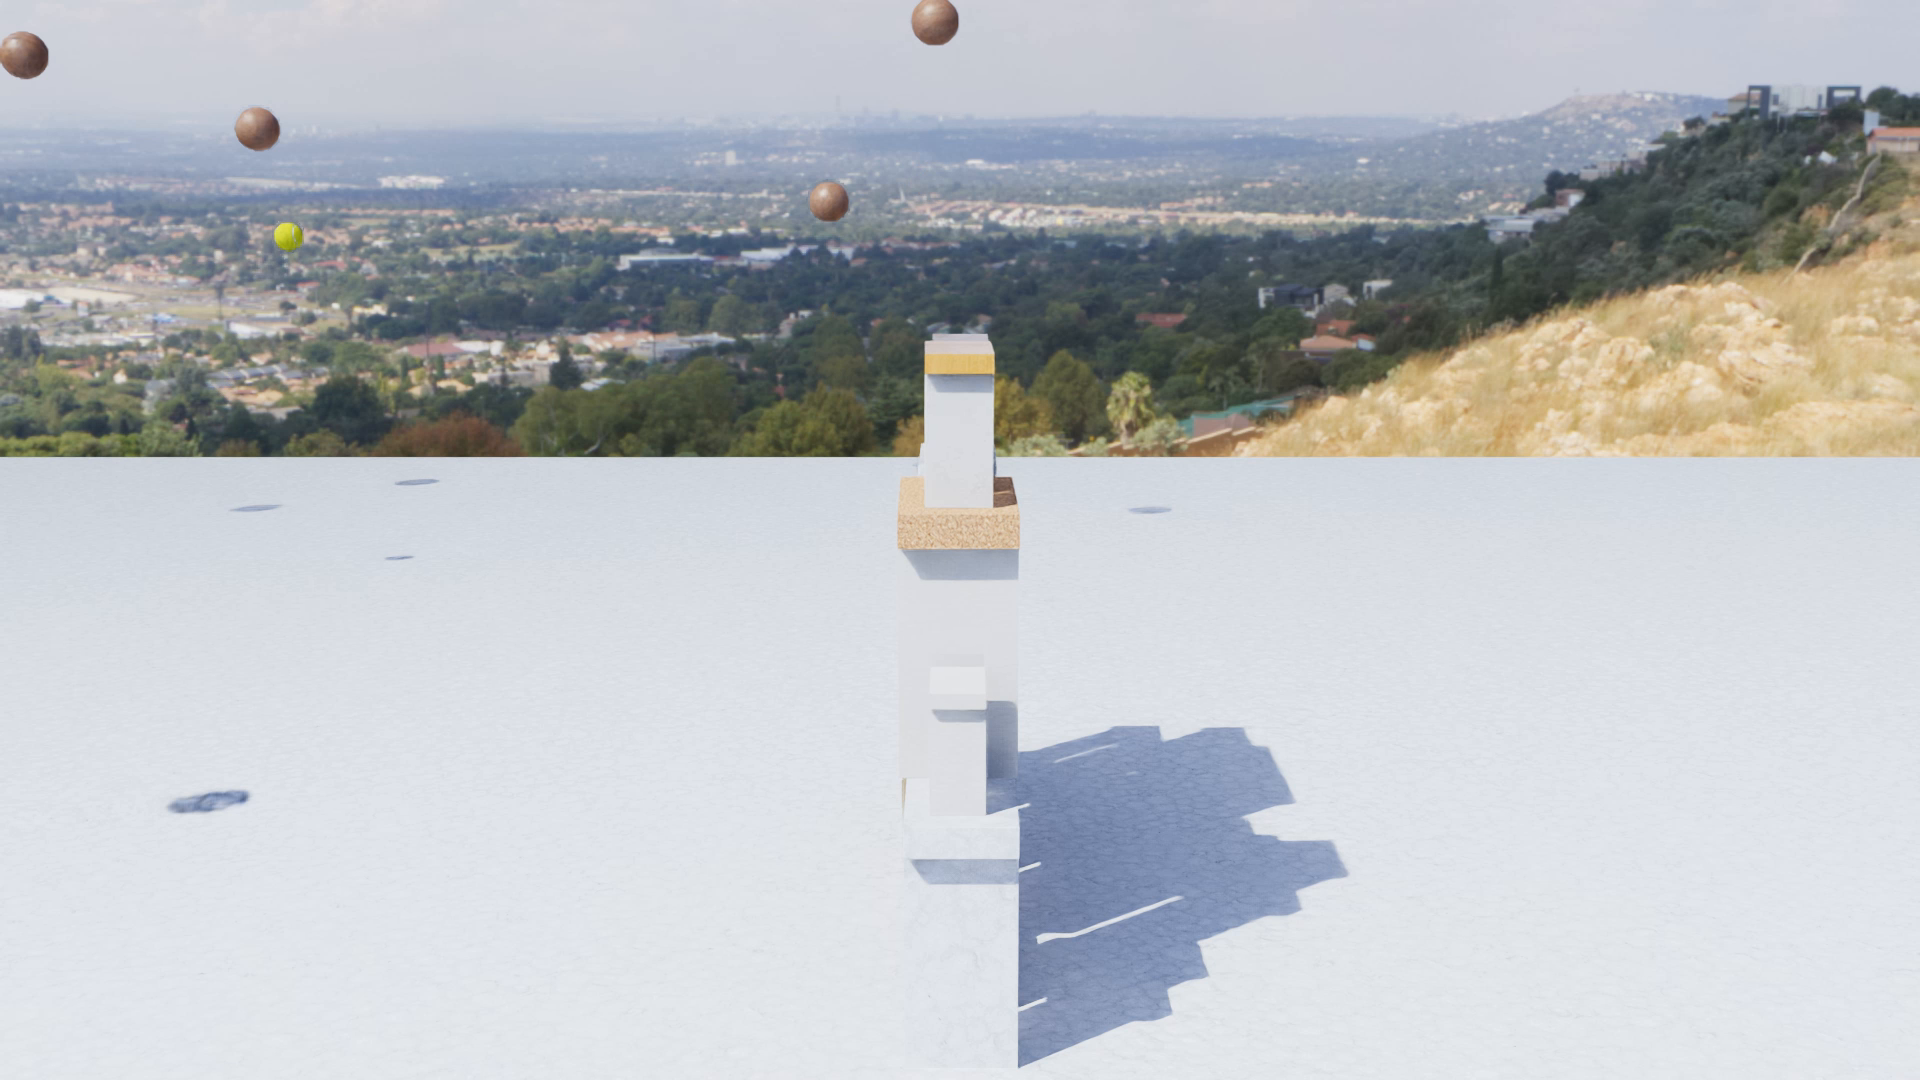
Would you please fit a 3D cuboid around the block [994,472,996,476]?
[{"bbox_3d":[0.000,-0.077,3.654,0.123,0.035,0.247,0,11,0],"label":"block"}]

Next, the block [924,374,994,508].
[{"bbox_3d":[-0.001,-0.140,3.054,0.095,0.190,0.027,0,11,-1],"label":"block"}]

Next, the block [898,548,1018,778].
[{"bbox_3d":[-0.002,0.167,3.104,0.168,0.337,0.048,0,11,0],"label":"block"}]

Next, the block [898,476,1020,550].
[{"bbox_3d":[-0.004,-0.042,3.179,0.168,0.048,0.337,0,11,-1],"label":"block"}]

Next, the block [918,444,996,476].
[{"bbox_3d":[-0.004,-0.135,3.910,0.134,0.038,0.268,0,11,0],"label":"block"}]

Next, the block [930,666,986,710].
[{"bbox_3d":[-0.003,0.199,2.972,0.075,0.021,0.150,0,11,0],"label":"block"}]

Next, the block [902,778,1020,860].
[{"bbox_3d":[0.002,0.371,3.046,0.153,0.043,0.307,0,11,0],"label":"block"}]

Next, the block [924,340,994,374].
[{"bbox_3d":[-0.002,-0.258,3.094,0.095,0.027,0.190,0,11,-1],"label":"block"}]

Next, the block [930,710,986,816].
[{"bbox_3d":[-0.003,0.293,2.938,0.075,0.150,0.021,0,11,0],"label":"block"}]

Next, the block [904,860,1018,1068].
[{"bbox_3d":[0.002,0.562,2.977,0.153,0.307,0.043,0,11,0],"label":"block"}]

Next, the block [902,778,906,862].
[{"bbox_3d":[-0.005,0.226,3.342,0.168,0.538,0.048,0,11,-1],"label":"block"}]

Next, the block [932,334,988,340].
[{"bbox_3d":[0.001,-0.329,3.746,0.095,0.027,0.189,0,11,0],"label":"block"}]
